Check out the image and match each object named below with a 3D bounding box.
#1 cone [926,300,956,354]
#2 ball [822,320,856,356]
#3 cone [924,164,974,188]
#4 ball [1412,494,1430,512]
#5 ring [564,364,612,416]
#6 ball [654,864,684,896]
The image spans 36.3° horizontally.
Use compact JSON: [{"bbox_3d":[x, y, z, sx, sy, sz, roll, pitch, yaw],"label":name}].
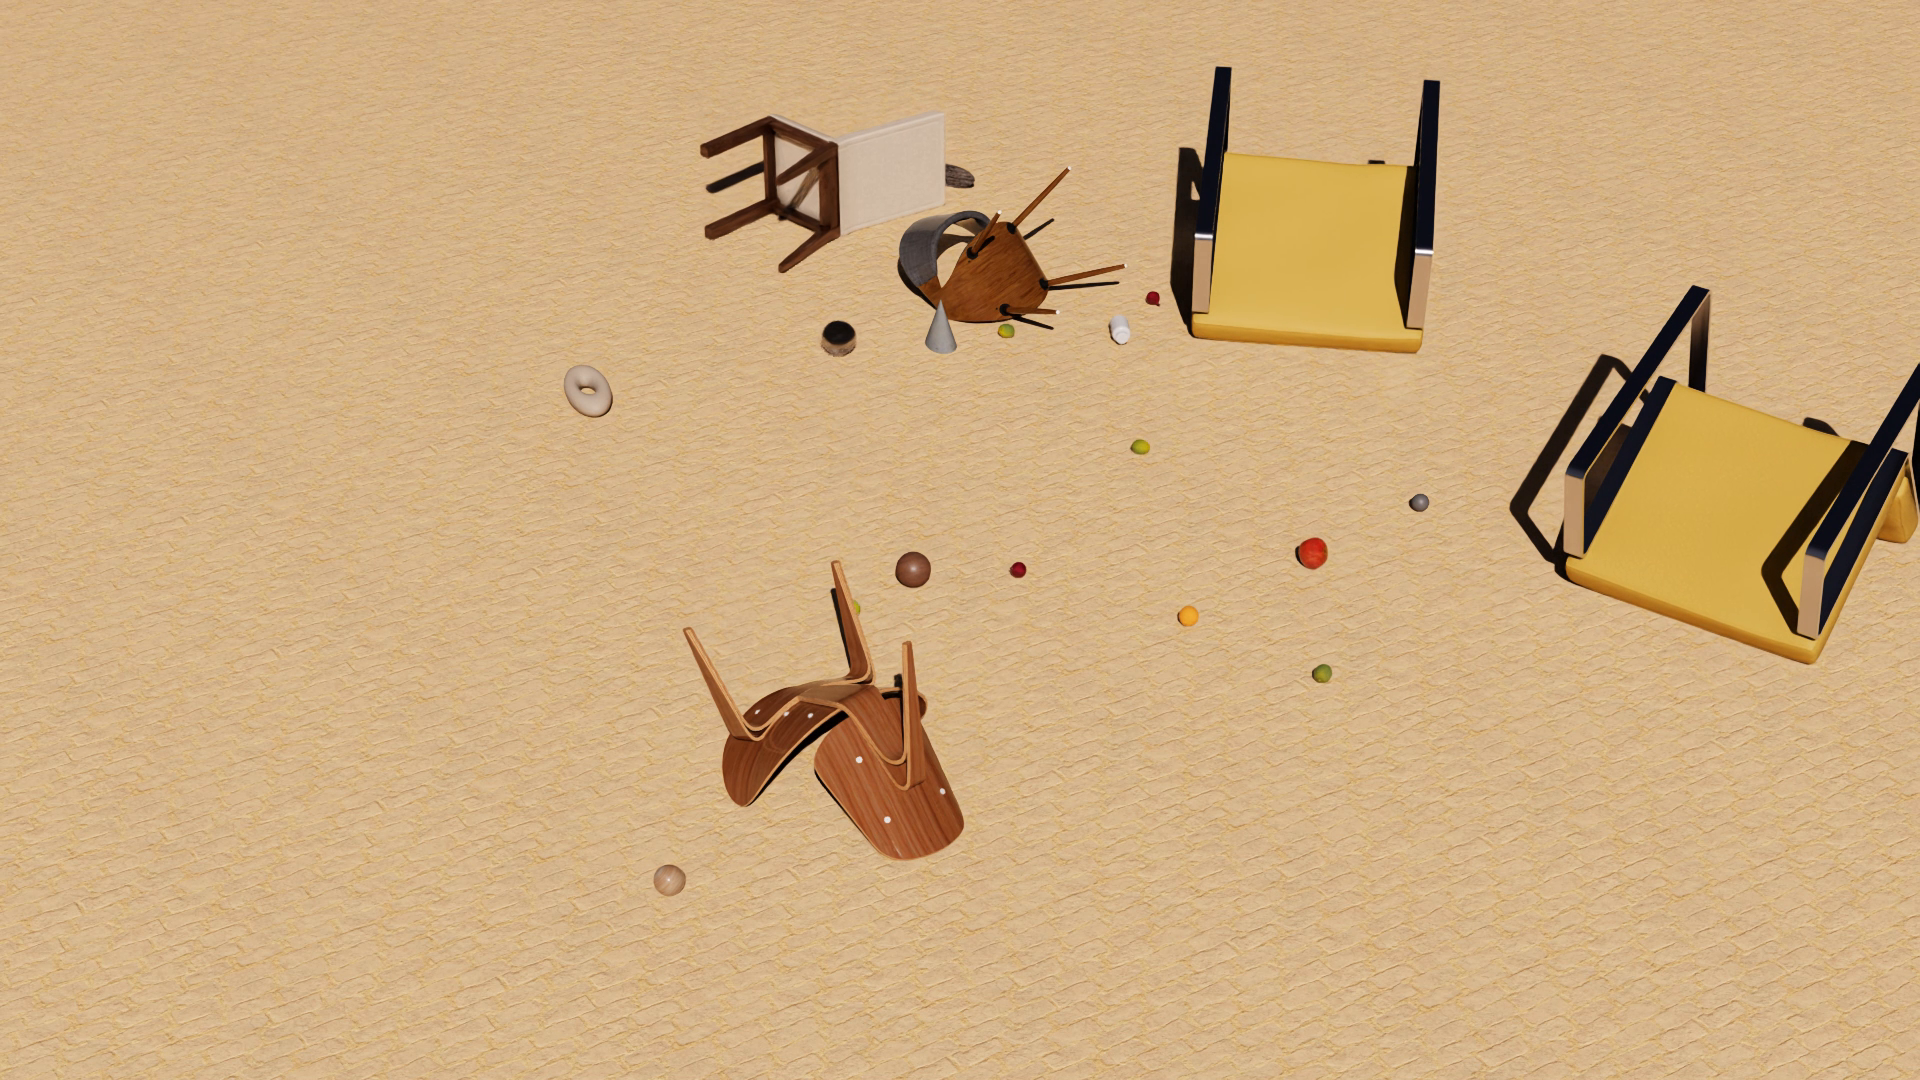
[{"bbox_3d":[-0.079,-0.903,12.119,0.125,0.215,0.172,-14,36,-20],"label":"cone"},{"bbox_3d":[-0.499,-0.834,12.080,0.144,0.144,0.144,0,33,0],"label":"ball"},{"bbox_3d":[-0.019,-1.675,13.443,0.267,0.100,0.135,14,15,25],"label":"cone"},{"bbox_3d":[1.742,-0.142,11.099,0.068,0.068,0.068,0,33,0],"label":"ball"},{"bbox_3d":[-1.497,-0.601,11.786,0.180,0.079,0.360,-12,36,-15],"label":"ring"},{"bbox_3d":[-0.916,1.070,9.230,0.100,0.100,0.100,0,33,0],"label":"ball"}]
